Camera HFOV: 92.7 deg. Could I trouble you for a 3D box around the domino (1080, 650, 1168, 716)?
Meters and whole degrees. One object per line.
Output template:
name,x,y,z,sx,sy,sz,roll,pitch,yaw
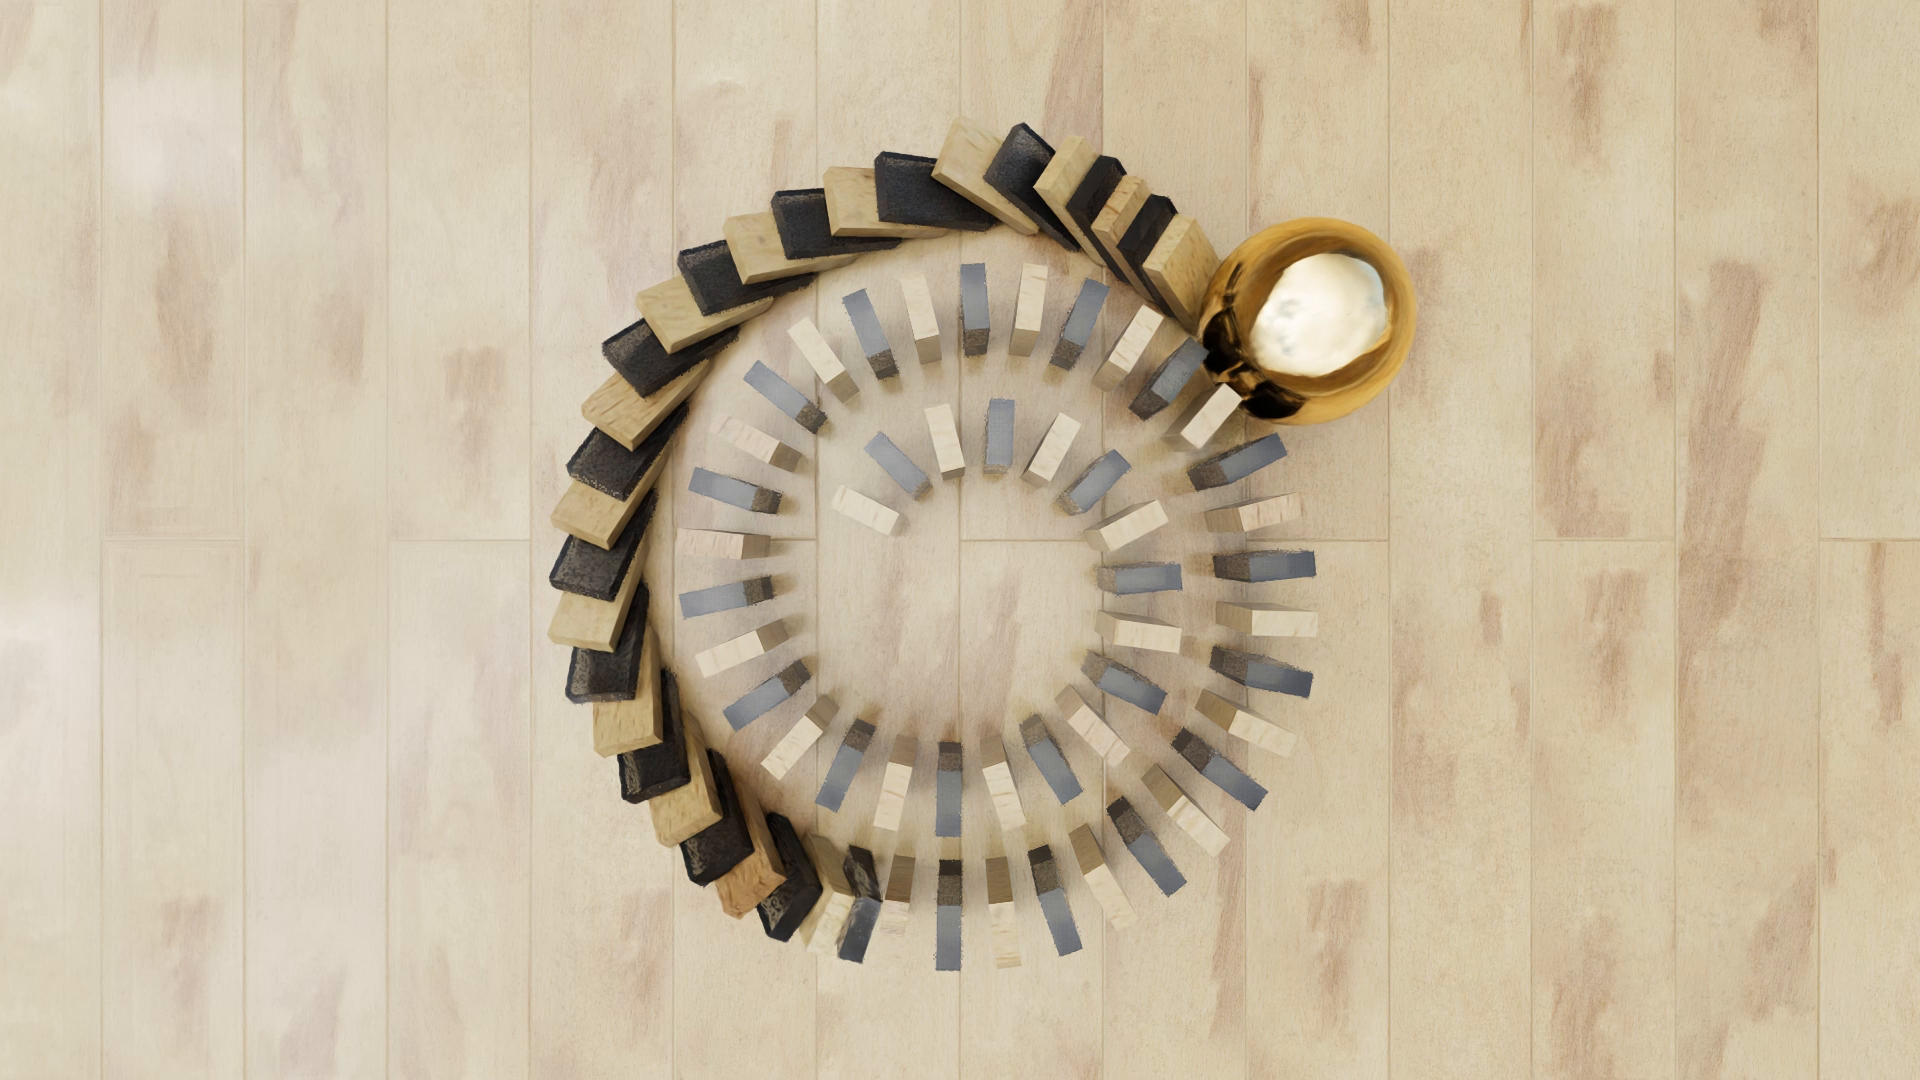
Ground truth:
domino,0.066,0.058,0.375,0.025,0.050,0.010,25,90,0

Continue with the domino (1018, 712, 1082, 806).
domino,0.036,0.088,0.375,0.009,0.050,0.025,-33,90,0

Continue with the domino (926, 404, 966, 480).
domino,-0.006,-0.039,0.375,0.010,0.050,0.025,-14,90,0

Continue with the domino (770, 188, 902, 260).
domino,-0.051,-0.134,0.384,0.050,0.010,0.025,-16,90,-28

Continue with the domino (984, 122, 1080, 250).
domino,0.036,-0.147,0.384,0.050,0.009,0.025,30,90,-29

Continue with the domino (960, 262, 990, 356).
domino,0.006,-0.093,0.375,0.009,0.050,0.025,-5,90,0

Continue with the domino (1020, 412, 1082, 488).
domino,0.036,-0.036,0.375,0.010,0.050,0.025,29,90,0

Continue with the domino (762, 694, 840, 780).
domino,-0.064,0.079,0.375,0.010,0.050,0.025,42,90,0

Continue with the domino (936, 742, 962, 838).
domino,-0.004,0.101,0.375,0.010,0.050,0.025,2,90,0

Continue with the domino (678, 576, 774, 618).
domino,-0.094,0.023,0.375,0.025,0.050,0.010,-11,90,0

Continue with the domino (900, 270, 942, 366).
domino,-0.016,-0.090,0.375,0.010,0.050,0.025,-14,90,0

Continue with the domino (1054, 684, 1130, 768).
domino,0.053,0.075,0.375,0.009,0.050,0.025,-45,90,0

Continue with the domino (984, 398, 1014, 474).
domino,0.016,-0.041,0.375,0.009,0.050,0.025,3,90,0

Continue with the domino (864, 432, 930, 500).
domino,-0.025,-0.030,0.375,0.025,0.050,0.009,44,90,0

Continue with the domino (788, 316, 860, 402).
domino,-0.055,-0.073,0.375,0.010,0.050,0.025,-36,90,0

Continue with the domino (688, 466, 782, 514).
domino,-0.091,-0.020,0.375,0.025,0.050,0.010,19,90,0

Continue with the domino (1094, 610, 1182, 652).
domino,0.072,0.037,0.375,0.025,0.050,0.009,8,90,0

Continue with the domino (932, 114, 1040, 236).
domino,0.015,-0.152,0.384,0.050,0.010,0.025,22,90,-29

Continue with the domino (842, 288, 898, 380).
domino,-0.036,-0.083,0.375,0.009,0.050,0.025,-23,90,0

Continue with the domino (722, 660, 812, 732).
domino,-0.078,0.063,0.375,0.025,0.050,0.009,-33,90,0

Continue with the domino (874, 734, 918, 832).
domino,-0.026,0.098,0.375,0.010,0.050,0.025,13,90,0

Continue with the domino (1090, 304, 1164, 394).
domino,0.067,-0.077,0.375,0.010,0.050,0.025,32,90,0

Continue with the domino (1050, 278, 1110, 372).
domino,0.048,-0.087,0.375,0.009,0.050,0.025,23,90,0

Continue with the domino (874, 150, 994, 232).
domino,-0.010,-0.145,0.384,0.050,0.010,0.025,-5,90,-29

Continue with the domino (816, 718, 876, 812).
domino,-0.046,0.091,0.375,0.009,0.050,0.025,25,90,0

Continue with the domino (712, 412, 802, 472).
domino,-0.082,-0.039,0.375,0.025,0.050,0.009,28,90,0

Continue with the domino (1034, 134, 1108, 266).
domino,0.054,-0.139,0.379,0.050,0.009,0.025,34,90,-44

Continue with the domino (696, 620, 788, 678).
domino,-0.088,0.044,0.375,0.025,0.050,0.010,-23,90,0

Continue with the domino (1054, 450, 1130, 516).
domino,0.054,-0.023,0.375,0.010,0.050,0.025,44,90,0

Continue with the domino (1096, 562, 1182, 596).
domino,0.072,0.015,0.375,0.025,0.050,0.010,-5,90,0

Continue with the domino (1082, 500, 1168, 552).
domino,0.067,-0.006,0.375,0.025,0.050,0.009,-28,90,0

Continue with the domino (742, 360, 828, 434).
domino,-0.070,-0.057,0.375,0.025,0.050,0.010,38,90,0

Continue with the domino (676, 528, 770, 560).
domino,-0.096,0.001,0.375,0.025,0.050,0.009,6,90,0

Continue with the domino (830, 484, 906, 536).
domino,-0.036,-0.011,0.375,0.025,0.050,0.010,26,90,0

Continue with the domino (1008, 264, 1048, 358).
domino,0.027,-0.093,0.375,0.010,0.050,0.025,8,90,0

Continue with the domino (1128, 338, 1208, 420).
domino,0.084,-0.065,0.375,0.009,0.050,0.025,37,90,0

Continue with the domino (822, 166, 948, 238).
domino,-0.031,-0.141,0.384,0.050,0.010,0.025,-9,90,-28

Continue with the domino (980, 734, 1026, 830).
domino,0.017,0.098,0.375,0.009,0.050,0.025,-19,90,0
